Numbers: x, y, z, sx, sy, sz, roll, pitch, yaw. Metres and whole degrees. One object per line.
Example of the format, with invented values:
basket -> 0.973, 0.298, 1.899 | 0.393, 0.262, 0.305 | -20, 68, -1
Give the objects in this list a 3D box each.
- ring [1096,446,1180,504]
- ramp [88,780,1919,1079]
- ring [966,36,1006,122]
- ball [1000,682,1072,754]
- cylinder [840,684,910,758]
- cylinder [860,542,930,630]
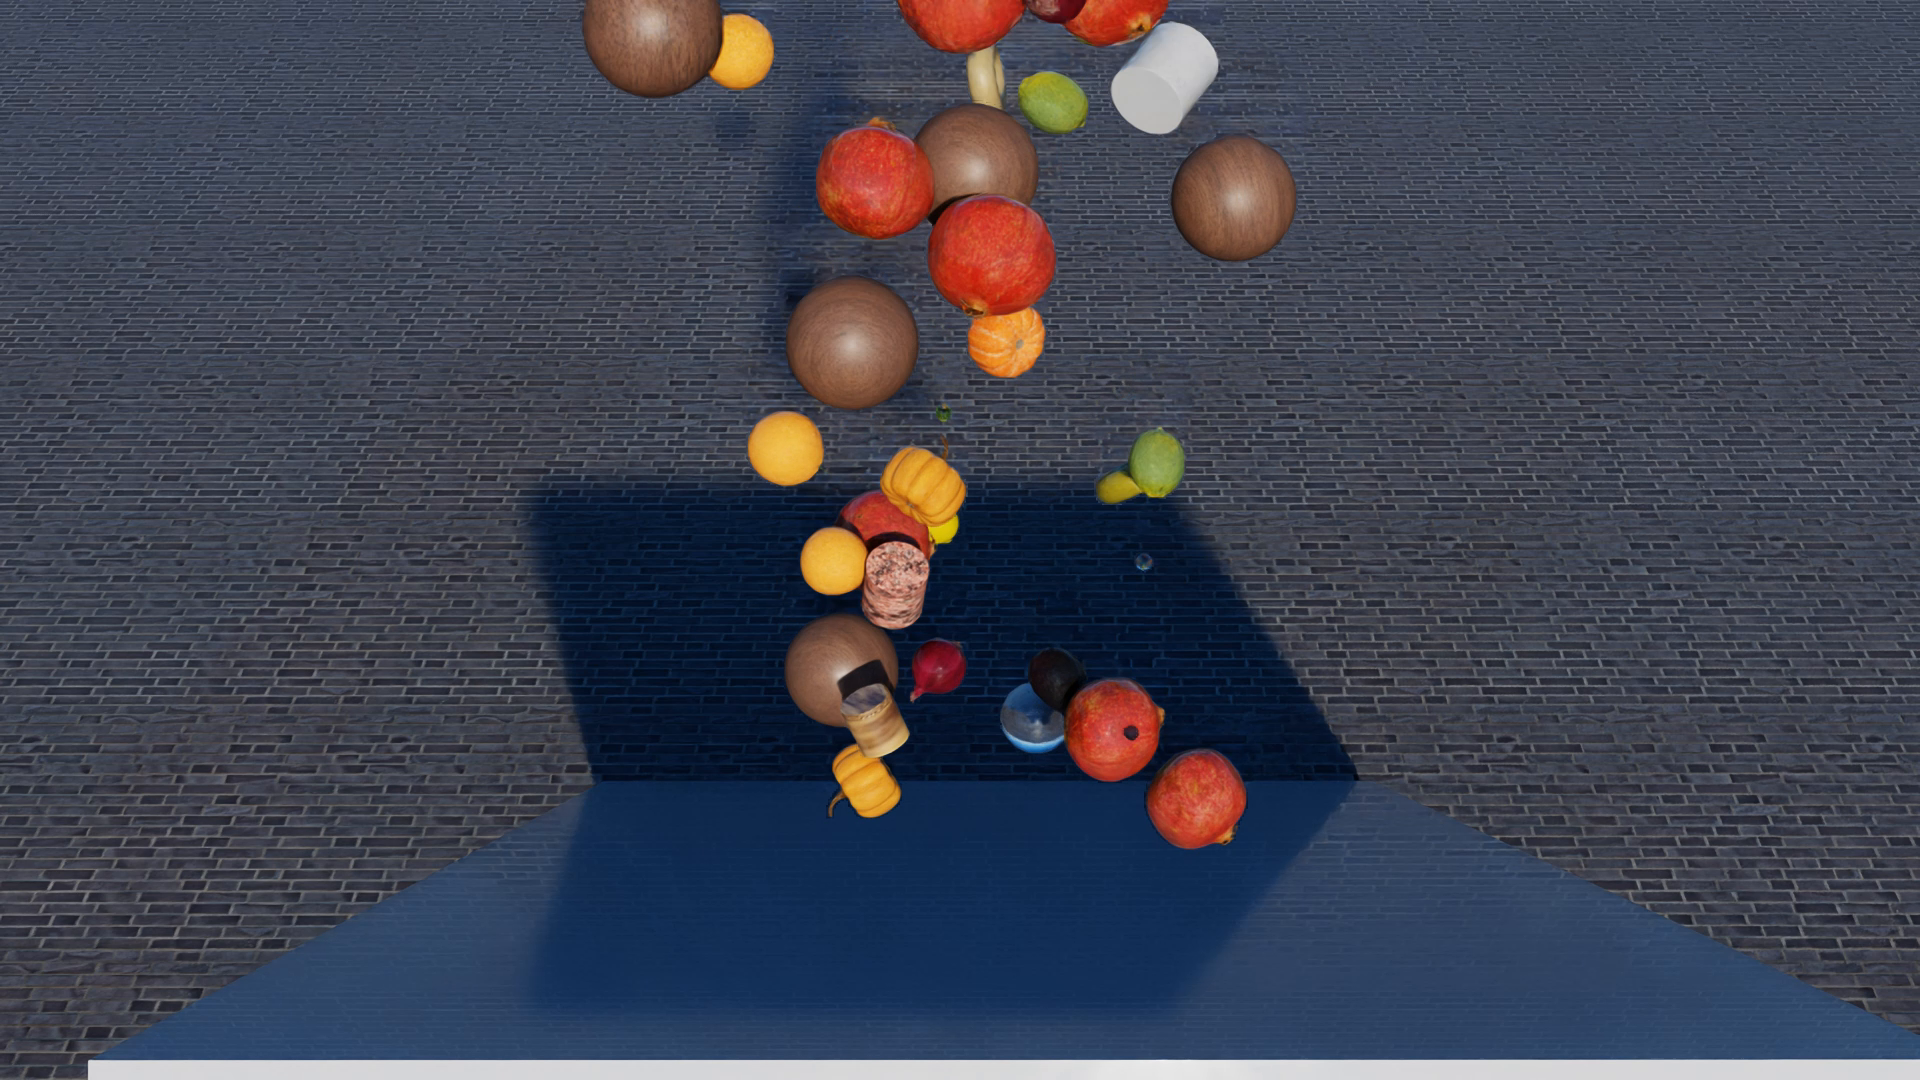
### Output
ring -> 0.204, -0.074, 2.964 | 0.106, 0.035, 0.106 | -26, 3, 1
ramp -> 0.073, 0.640, 4.754 | 2.000, 0.100, 4.000 | 0, -1, 0
ring -> 0.028, -0.485, 2.726 | 0.030, 0.090, 0.090 | -7, 32, 10
ball -> 0.087, 0.201, 2.937 | 0.082, 0.082, 0.082 | 0, 33, 0
cylinder -> -0.089, 0.190, 2.721 | 0.055, 0.055, 0.055 | -20, 25, 10
cylinder -> -0.068, 0.048, 2.700 | 0.066, 0.066, 0.066 | 4, 54, -5
